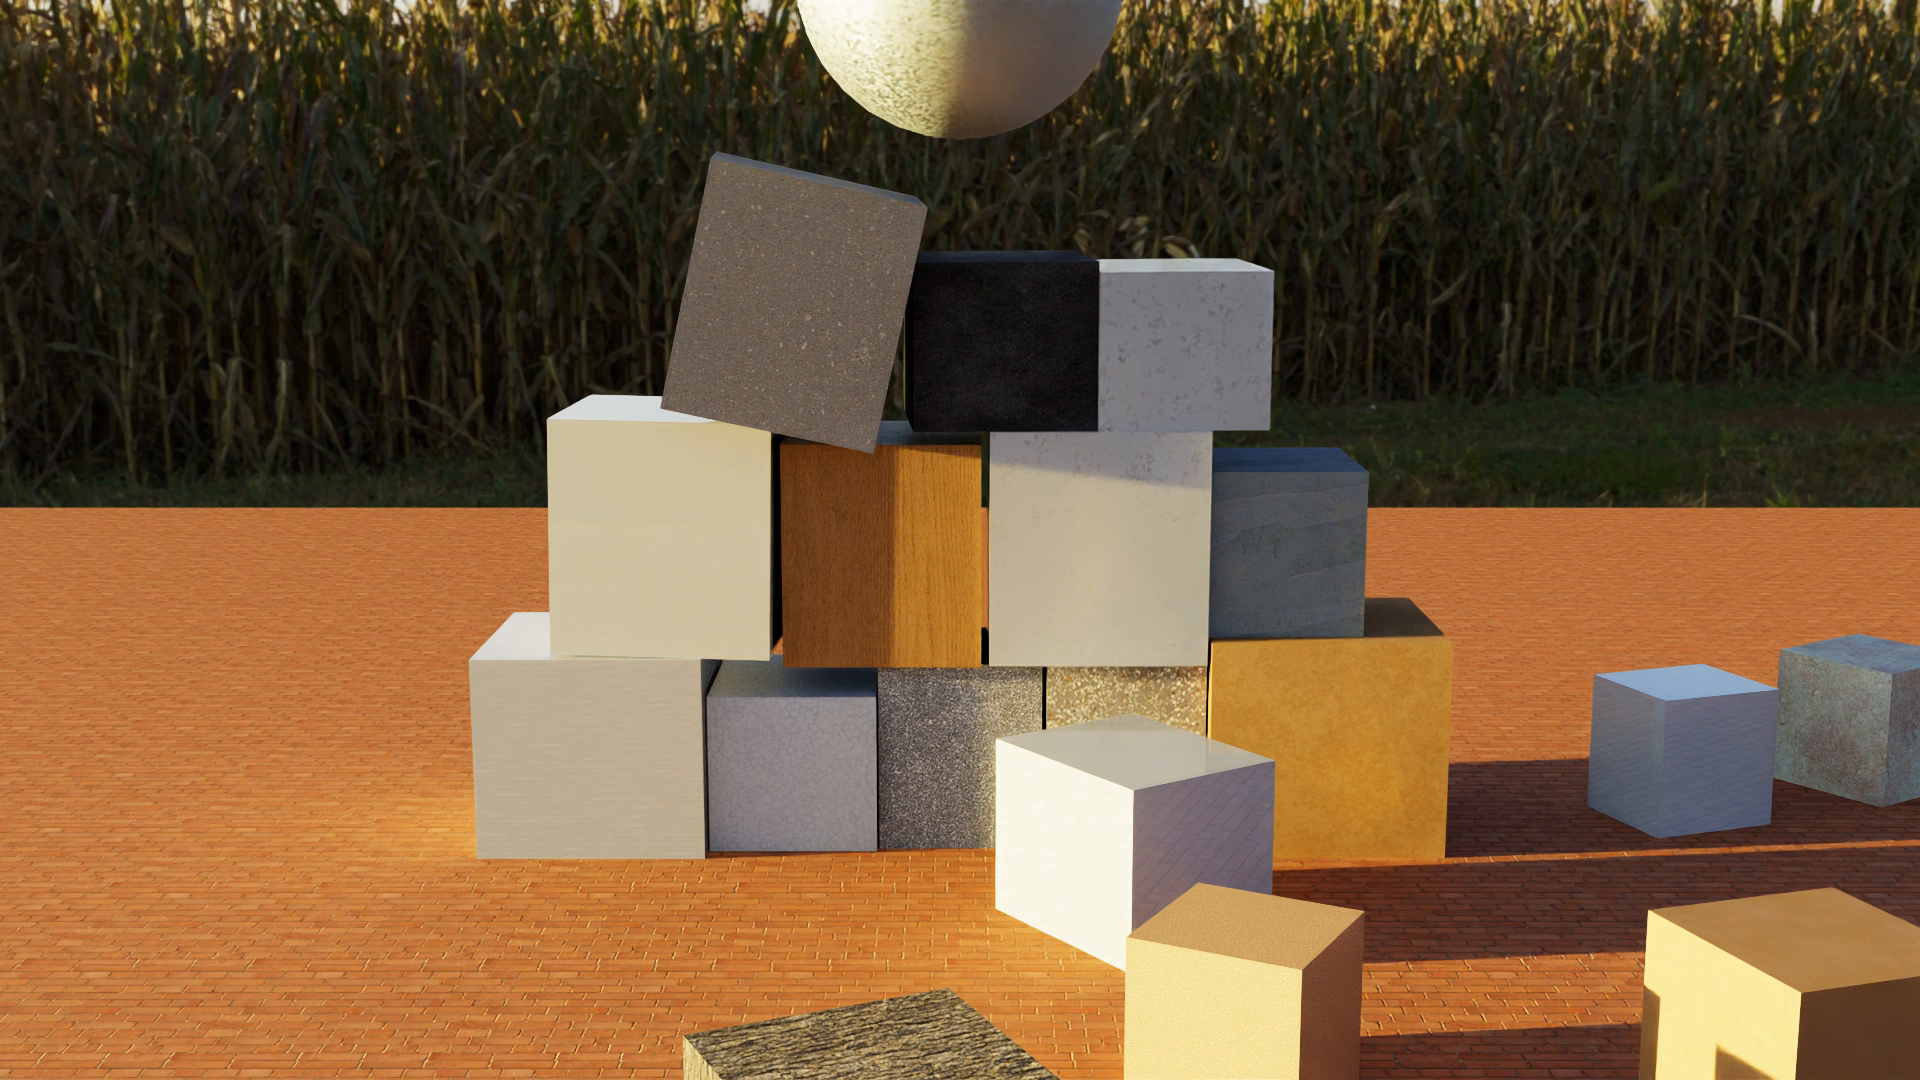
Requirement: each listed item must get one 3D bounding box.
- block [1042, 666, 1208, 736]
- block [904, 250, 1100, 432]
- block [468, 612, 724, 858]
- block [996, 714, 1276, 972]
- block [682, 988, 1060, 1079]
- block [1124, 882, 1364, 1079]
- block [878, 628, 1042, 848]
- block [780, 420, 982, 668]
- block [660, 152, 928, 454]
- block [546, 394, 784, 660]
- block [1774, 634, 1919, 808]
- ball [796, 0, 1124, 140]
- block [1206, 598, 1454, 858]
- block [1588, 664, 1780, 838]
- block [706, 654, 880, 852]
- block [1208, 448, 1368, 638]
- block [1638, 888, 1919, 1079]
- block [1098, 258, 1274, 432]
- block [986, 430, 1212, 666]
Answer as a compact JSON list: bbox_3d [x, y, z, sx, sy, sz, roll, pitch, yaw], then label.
[{"bbox_3d":[0.826,0.993,11.345,0.788,0.974,0.872,0,11,0],"label":"block"},{"bbox_3d":[0.185,-0.997,10.873,0.884,0.806,0.848,-1,11,-5],"label":"block"},{"bbox_3d":[-1.826,0.983,11.338,1.128,1.009,1.103,0,10,0],"label":"block"},{"bbox_3d":[0.778,1.338,9.935,0.805,0.812,0.989,-7,12,-34],"label":"block"},{"bbox_3d":[-0.258,1.950,6.655,0.903,0.781,0.887,-5,11,-25],"label":"block"},{"bbox_3d":[1.056,1.739,8.144,0.669,0.665,0.677,6,12,28],"label":"block"},{"bbox_3d":[0.001,1.007,11.371,0.813,0.951,0.836,0,10,0],"label":"block"},{"bbox_3d":[-0.381,0.000,11.166,0.973,1.103,0.935,0,10,0],"label":"block"},{"bbox_3d":[-0.810,-1.170,10.649,1.016,1.177,0.950,12,11,-7],"label":"block"},{"bbox_3d":[-1.435,-0.088,11.141,1.079,1.160,1.019,2,10,2],"label":"block"},{"bbox_3d":[5.020,0.980,12.135,0.720,0.731,0.689,-7,12,-34],"label":"block"},{"bbox_3d":[0.000,-2.746,10.598,1.600,1.600,1.600,0,10,0],"label":"ball"},{"bbox_3d":[1.816,0.942,11.336,1.174,1.090,1.091,0,10,0],"label":"block"},{"bbox_3d":[3.782,1.094,11.530,0.700,0.722,0.597,-4,11,-20],"label":"block"},{"bbox_3d":[-0.833,1.085,11.383,0.837,0.793,0.920,0,10,0],"label":"block"},{"bbox_3d":[1.600,-0.003,11.193,0.773,0.822,0.877,0,10,0],"label":"block"},{"bbox_3d":[2.962,1.760,7.665,0.792,0.795,0.816,-3,11,-18],"label":"block"},{"bbox_3d":[1.045,-0.982,10.915,0.830,0.761,0.890,-1,11,-4],"label":"block"},{"bbox_3d":[0.674,-0.043,11.099,1.065,1.154,0.972,0,11,0],"label":"block"}]
